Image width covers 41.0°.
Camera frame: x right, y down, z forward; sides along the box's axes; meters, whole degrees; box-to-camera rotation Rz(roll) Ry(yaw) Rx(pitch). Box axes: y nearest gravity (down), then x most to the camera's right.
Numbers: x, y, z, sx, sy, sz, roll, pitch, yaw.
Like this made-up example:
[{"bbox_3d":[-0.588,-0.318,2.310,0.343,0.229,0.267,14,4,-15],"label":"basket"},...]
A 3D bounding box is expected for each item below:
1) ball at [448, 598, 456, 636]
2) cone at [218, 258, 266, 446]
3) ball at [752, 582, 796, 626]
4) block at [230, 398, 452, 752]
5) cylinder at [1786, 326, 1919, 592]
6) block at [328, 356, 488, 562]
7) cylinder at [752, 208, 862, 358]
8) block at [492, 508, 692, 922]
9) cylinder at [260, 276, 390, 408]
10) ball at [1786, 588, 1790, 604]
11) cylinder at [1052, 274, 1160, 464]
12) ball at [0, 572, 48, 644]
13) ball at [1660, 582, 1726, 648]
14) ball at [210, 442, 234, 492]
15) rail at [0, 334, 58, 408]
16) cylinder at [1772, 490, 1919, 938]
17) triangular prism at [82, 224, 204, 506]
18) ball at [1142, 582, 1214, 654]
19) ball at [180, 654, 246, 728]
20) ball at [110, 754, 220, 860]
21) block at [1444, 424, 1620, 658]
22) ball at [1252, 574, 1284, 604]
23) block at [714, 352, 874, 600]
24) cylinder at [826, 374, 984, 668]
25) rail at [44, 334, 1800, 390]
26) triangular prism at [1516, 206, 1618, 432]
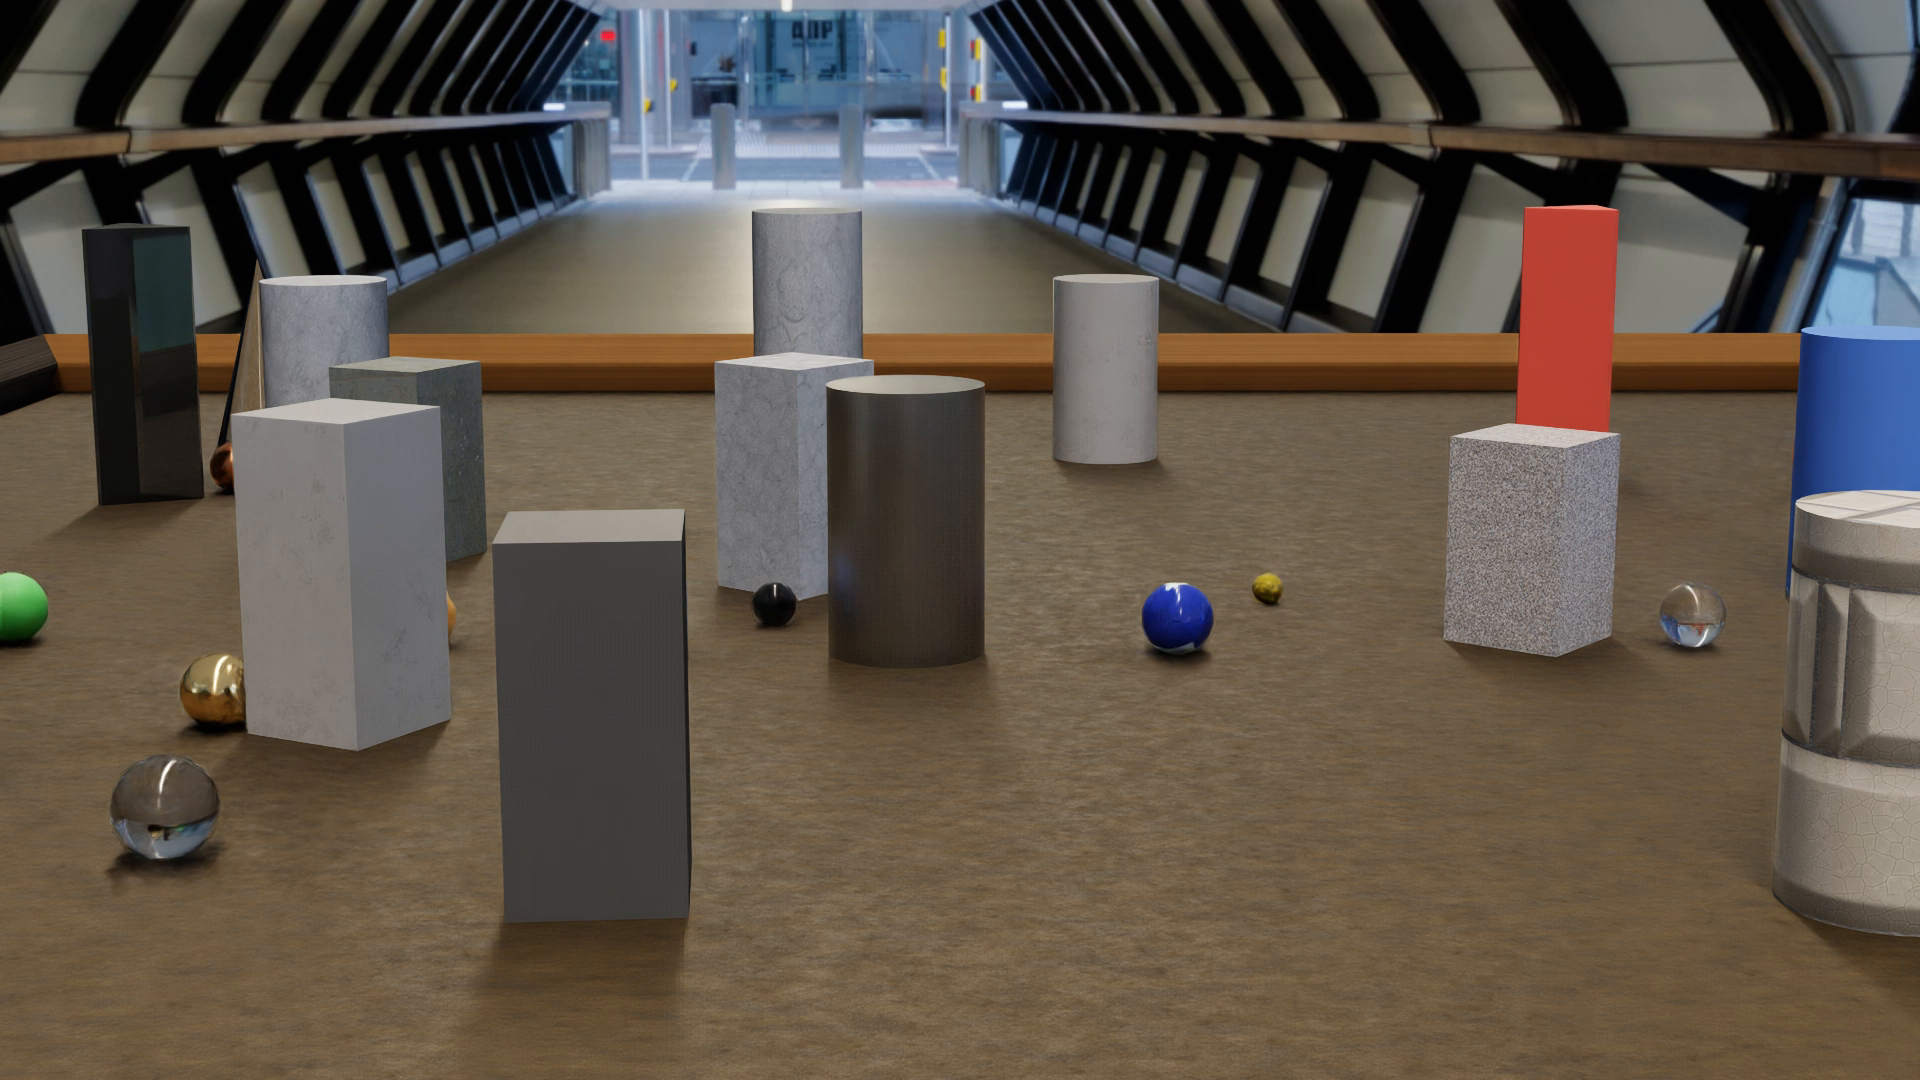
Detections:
[{"bbox_3d":[-0.676,0.097,3.264,0.071,0.071,0.071,0,10,0],"label":"ball"},{"bbox_3d":[-1.263,-0.318,4.646,0.197,0.384,0.197,0,10,0],"label":"cone"},{"bbox_3d":[-0.243,0.084,3.368,0.058,0.058,0.058,0,10,0],"label":"ball"},{"bbox_3d":[-0.680,0.033,2.831,0.157,0.355,0.157,6,12,28],"label":"block"},{"bbox_3d":[1.250,-0.103,3.532,0.197,0.367,0.197,0,10,0],"label":"cylinder"},{"bbox_3d":[-0.822,-0.119,3.831,0.157,0.289,0.157,5,12,25],"label":"block"},{"bbox_3d":[-0.274,-0.359,4.630,0.197,0.469,0.197,0,10,0],"label":"cylinder"},{"bbox_3d":[-0.320,0.151,2.260,0.157,0.332,0.157,-1,11,-5],"label":"block"},{"bbox_3d":[-1.011,-0.221,4.108,0.197,0.389,0.197,0,10,0],"label":"cylinder"},{"bbox_3d":[1.136,0.076,3.455,0.044,0.044,0.044,0,10,0],"label":"ball"},{"bbox_3d":[0.272,-0.322,4.803,0.197,0.335,0.197,0,10,0],"label":"cylinder"},{"bbox_3d":[-1.209,0.087,3.271,0.090,0.090,0.090,0,10,0],"label":"ball"},{"bbox_3d":[0.927,0.094,3.247,0.083,0.083,0.083,0,10,0],"label":"ball"},{"bbox_3d":[-1.252,-0.127,4.431,0.086,0.086,0.086,0,10,0],"label":"ball"},{"bbox_3d":[-2.027,0.035,3.437,0.045,0.128,4.774,0,10,0],"label":"rail"},{"bbox_3d":[0.820,0.146,2.234,0.197,0.351,0.197,0,10,0],"label":"cylinder"},{"bbox_3d":[-1.395,-0.303,4.355,0.170,0.460,0.148,-5,12,-25],"label":"triangular prism"},{"bbox_3d":[0.272,0.098,3.206,0.091,0.091,0.091,0,10,0],"label":"ball"},{"bbox_3d":[-0.823,0.168,2.848,0.084,0.084,0.084,0,10,0],"label":"ball"},{"bbox_3d":[-0.737,0.248,2.380,0.097,0.097,0.097,0,10,0],"label":"ball"},{"bbox_3d":[0.731,-0.004,3.279,0.157,0.263,0.157,8,13,38],"label":"block"},{"bbox_3d":[0.421,0.067,3.507,0.042,0.042,0.042,0,10,0],"label":"ball"},{"bbox_3d":[-0.232,-0.094,3.617,0.157,0.318,0.157,8,13,38],"label":"block"},{"bbox_3d":[-0.067,-0.027,3.201,0.197,0.337,0.197,0,10,0],"label":"cylinder"},{"bbox_3d":[-0.014,-0.398,5.773,4.102,0.128,0.045,0,10,0],"label":"rail"},{"bbox_3d":[1.132,-0.375,4.712,0.170,0.471,0.148,6,12,29],"label":"triangular prism"}]
